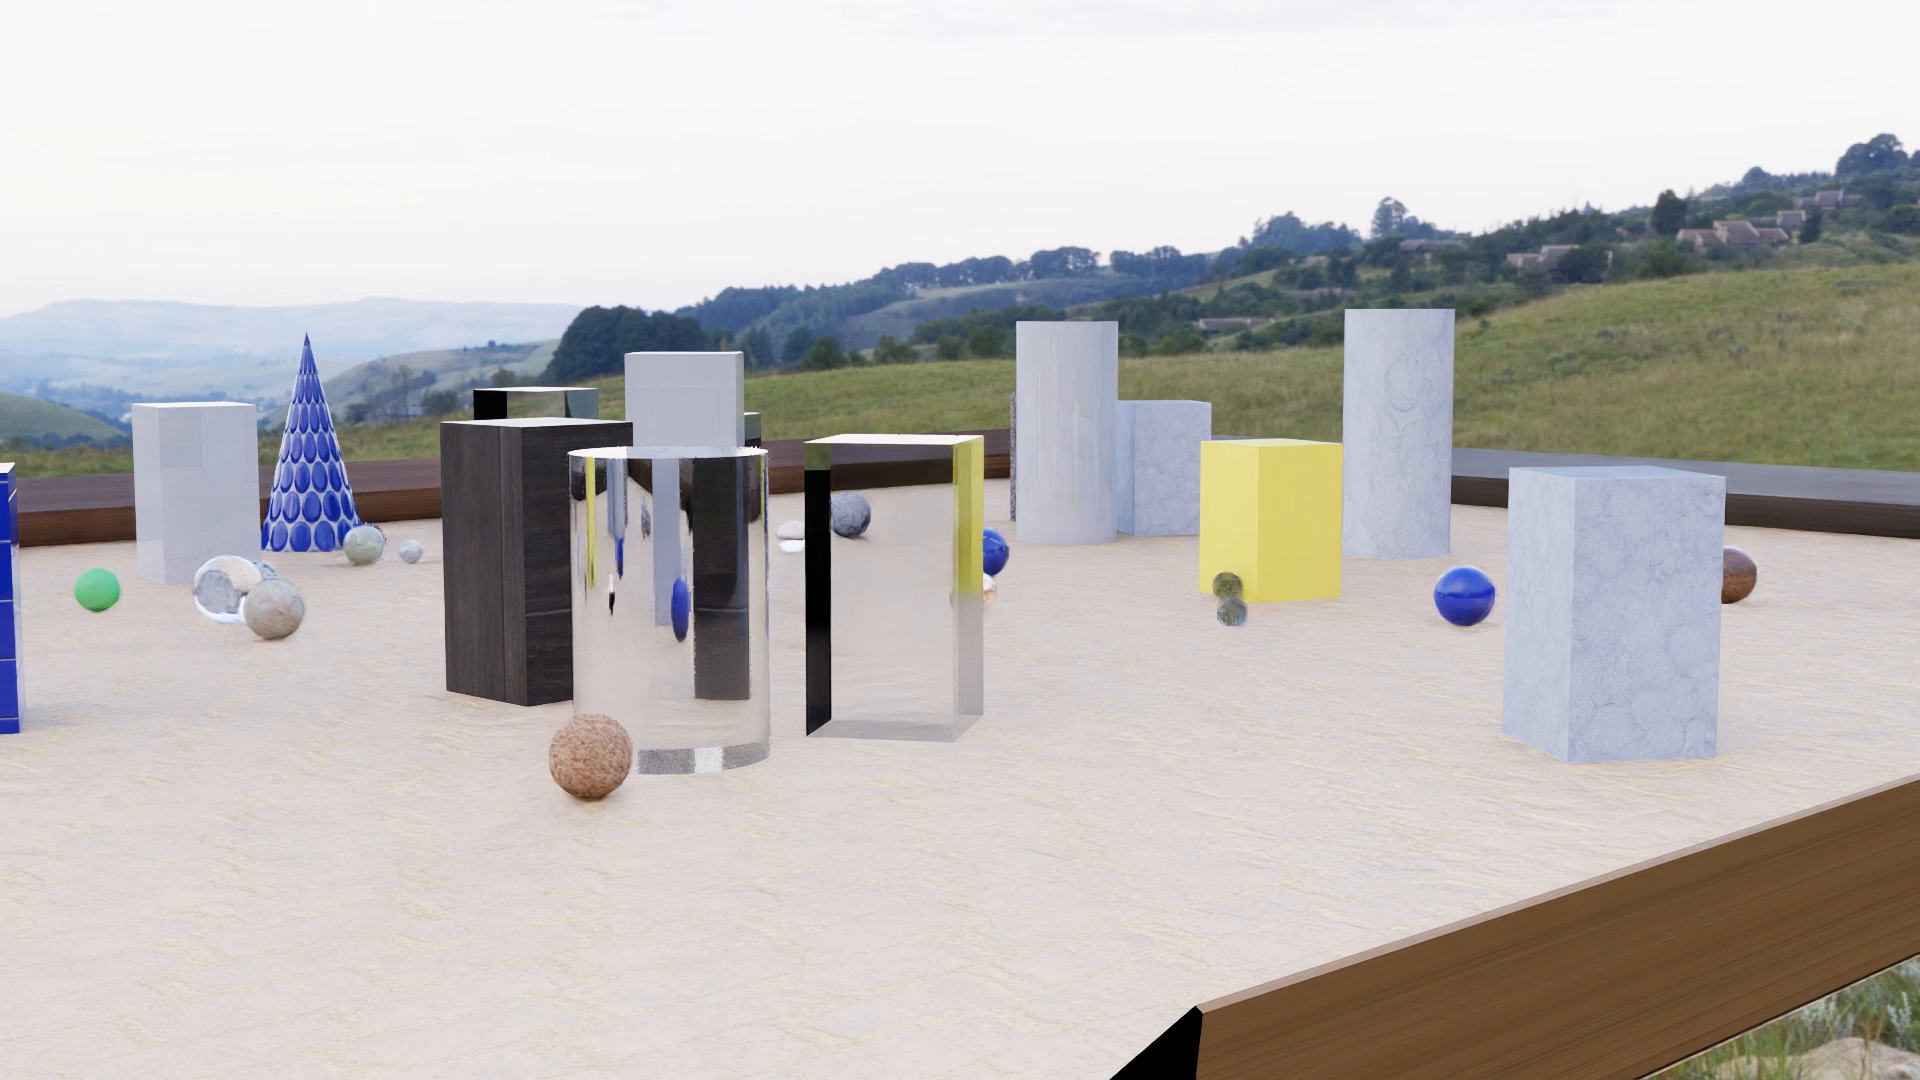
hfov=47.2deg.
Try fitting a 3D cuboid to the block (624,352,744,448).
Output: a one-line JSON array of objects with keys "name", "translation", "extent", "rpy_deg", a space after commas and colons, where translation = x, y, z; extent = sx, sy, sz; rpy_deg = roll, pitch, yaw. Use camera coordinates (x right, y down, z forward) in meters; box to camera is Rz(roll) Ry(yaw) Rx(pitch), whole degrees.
[{"name": "block", "translation": [-0.401, -0.084, 3.237], "extent": [0.158, 0.382, 0.158], "rpy_deg": [0, 6, -1]}]

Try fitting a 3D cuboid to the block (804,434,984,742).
[{"name": "block", "translation": [-0.068, 0.046, 2.348], "extent": [0.158, 0.309, 0.158], "rpy_deg": [1, 6, 12]}]

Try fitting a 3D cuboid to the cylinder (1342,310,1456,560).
[{"name": "cylinder", "translation": [0.799, -0.197, 4.016], "extent": [0.197, 0.446, 0.197], "rpy_deg": [0, 6, 0]}]

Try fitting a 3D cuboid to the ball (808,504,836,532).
[{"name": "ball", "translation": [-0.277, -0.043, 4.421], "extent": [0.056, 0.056, 0.056], "rpy_deg": [0, 6, 0]}]

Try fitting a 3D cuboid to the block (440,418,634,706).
[{"name": "block", "translation": [-0.492, 0.020, 2.570], "extent": [0.158, 0.315, 0.158], "rpy_deg": [5, 8, 42]}]

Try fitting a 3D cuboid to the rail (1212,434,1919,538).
[{"name": "rail", "translation": [1.471, -0.108, 4.682], "extent": [0.045, 0.128, 3.587], "rpy_deg": [-5, 8, -42]}]

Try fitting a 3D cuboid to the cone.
[{"name": "cone", "translation": [-1.223, -0.190, 4.137], "extent": [0.197, 0.407, 0.197], "rpy_deg": [0, 6, 0]}]

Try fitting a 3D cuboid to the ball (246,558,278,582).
[{"name": "ball", "translation": [-1.052, 0.066, 3.265], "extent": [0.078, 0.078, 0.078], "rpy_deg": [0, 6, 0]}]

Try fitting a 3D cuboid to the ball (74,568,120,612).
[{"name": "ball", "translation": [-1.278, 0.074, 3.259], "extent": [0.065, 0.065, 0.065], "rpy_deg": [0, 6, 0]}]

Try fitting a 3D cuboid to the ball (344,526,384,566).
[{"name": "ball", "translation": [-1.044, 0.009, 3.853], "extent": [0.070, 0.070, 0.070], "rpy_deg": [0, 6, 0]}]

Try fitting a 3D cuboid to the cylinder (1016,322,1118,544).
[{"name": "cylinder", "translation": [0.207, -0.212, 4.274], "extent": [0.197, 0.423, 0.197], "rpy_deg": [0, 6, 0]}]

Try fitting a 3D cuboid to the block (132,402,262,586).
[{"name": "block", "translation": [-1.271, -0.081, 3.661], "extent": [0.158, 0.289, 0.158], "rpy_deg": [-4, 7, -35]}]

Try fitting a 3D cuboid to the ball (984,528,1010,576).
[{"name": "ball", "translation": [0.040, 0.021, 3.671], "extent": [0.084, 0.084, 0.084], "rpy_deg": [0, 6, 0]}]

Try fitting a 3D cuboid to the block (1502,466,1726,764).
[{"name": "block", "translation": [0.664, 0.071, 2.245], "extent": [0.158, 0.281, 0.158], "rpy_deg": [-1, 6, -9]}]

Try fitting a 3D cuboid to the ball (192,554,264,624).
[{"name": "ball", "translation": [-1.042, 0.070, 3.130], "extent": [0.098, 0.098, 0.098], "rpy_deg": [0, 6, 0]}]

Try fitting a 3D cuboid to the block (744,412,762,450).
[{"name": "block", "translation": [-0.503, -0.132, 4.393], "extent": [0.158, 0.239, 0.158], "rpy_deg": [2, 6, 21]}]

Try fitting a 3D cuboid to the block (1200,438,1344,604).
[{"name": "block", "translation": [0.486, -0.033, 3.446], "extent": [0.158, 0.239, 0.158], "rpy_deg": [-3, 7, -27]}]

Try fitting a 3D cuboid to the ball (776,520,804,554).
[{"name": "ball", "translation": [-0.307, -0.006, 4.040], "extent": [0.060, 0.060, 0.060], "rpy_deg": [0, 6, 0]}]

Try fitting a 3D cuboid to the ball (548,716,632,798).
[{"name": "ball", "translation": [-0.338, 0.199, 2.011], "extent": [0.076, 0.076, 0.076], "rpy_deg": [0, 6, 0]}]

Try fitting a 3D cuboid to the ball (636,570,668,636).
[{"name": "ball", "translation": [-0.444, 0.087, 3.012], "extent": [0.090, 0.090, 0.090], "rpy_deg": [0, 6, 0]}]

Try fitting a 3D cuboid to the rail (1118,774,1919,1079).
[{"name": "rail", "translation": [1.200, 0.168, 2.038], "extent": [4.052, 0.128, 0.045], "rpy_deg": [-5, 8, -42]}]

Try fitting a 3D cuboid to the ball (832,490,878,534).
[{"name": "ball", "translation": [-0.207, -0.056, 4.374], "extent": [0.090, 0.090, 0.090], "rpy_deg": [0, 6, 0]}]

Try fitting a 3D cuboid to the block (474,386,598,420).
[{"name": "block", "translation": [-0.769, -0.123, 4.003], "extent": [0.158, 0.302, 0.158], "rpy_deg": [4, 7, 31]}]

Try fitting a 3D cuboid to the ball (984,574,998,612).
[{"name": "ball", "translation": [0.025, 0.077, 3.246], "extent": [0.061, 0.061, 0.061], "rpy_deg": [0, 6, 0]}]

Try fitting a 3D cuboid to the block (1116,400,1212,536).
[{"name": "block", "translation": [0.406, -0.148, 4.440], "extent": [0.158, 0.261, 0.158], "rpy_deg": [-1, 6, -12]}]

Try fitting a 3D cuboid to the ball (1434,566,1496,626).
[{"name": "ball", "translation": [0.713, 0.079, 3.108], "extent": [0.086, 0.086, 0.086], "rpy_deg": [0, 6, 0]}]

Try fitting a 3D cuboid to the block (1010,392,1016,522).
[{"name": "block", "translation": [0.218, -0.177, 4.657], "extent": [0.158, 0.273, 0.158], "rpy_deg": [5, 8, 41]}]

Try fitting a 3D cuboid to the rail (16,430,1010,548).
[{"name": "rail", "translation": [-1.200, -0.102, 4.625], "extent": [4.052, 0.128, 0.045], "rpy_deg": [-5, 8, -42]}]

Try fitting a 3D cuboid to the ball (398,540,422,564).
[{"name": "ball", "translation": [-0.969, 0.021, 3.877], "extent": [0.041, 0.041, 0.041], "rpy_deg": [0, 6, 0]}]

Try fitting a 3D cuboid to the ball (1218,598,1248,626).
[{"name": "ball", "translation": [0.386, 0.101, 3.105], "extent": [0.042, 0.042, 0.042], "rpy_deg": [0, 6, 0]}]

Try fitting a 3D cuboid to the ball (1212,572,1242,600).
[{"name": "ball", "translation": [0.410, 0.071, 3.383], "extent": [0.045, 0.045, 0.045], "rpy_deg": [0, 6, 0]}]

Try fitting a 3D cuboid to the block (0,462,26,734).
[{"name": "block", "translation": [-1.095, 0.062, 2.354], "extent": [0.158, 0.276, 0.158], "rpy_deg": [-2, 6, -20]}]

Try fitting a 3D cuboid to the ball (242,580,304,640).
[{"name": "ball", "translation": [-0.931, 0.095, 2.985], "extent": [0.080, 0.080, 0.080], "rpy_deg": [0, 6, 0]}]

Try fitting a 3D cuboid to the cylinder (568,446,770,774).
[{"name": "cylinder", "translation": [-0.289, 0.064, 2.197], "extent": [0.197, 0.305, 0.197], "rpy_deg": [0, 6, 0]}]

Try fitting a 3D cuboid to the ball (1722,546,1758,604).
[{"name": "ball", "translation": [1.167, 0.053, 3.346], "extent": [0.088, 0.088, 0.088], "rpy_deg": [0, 6, 0]}]
